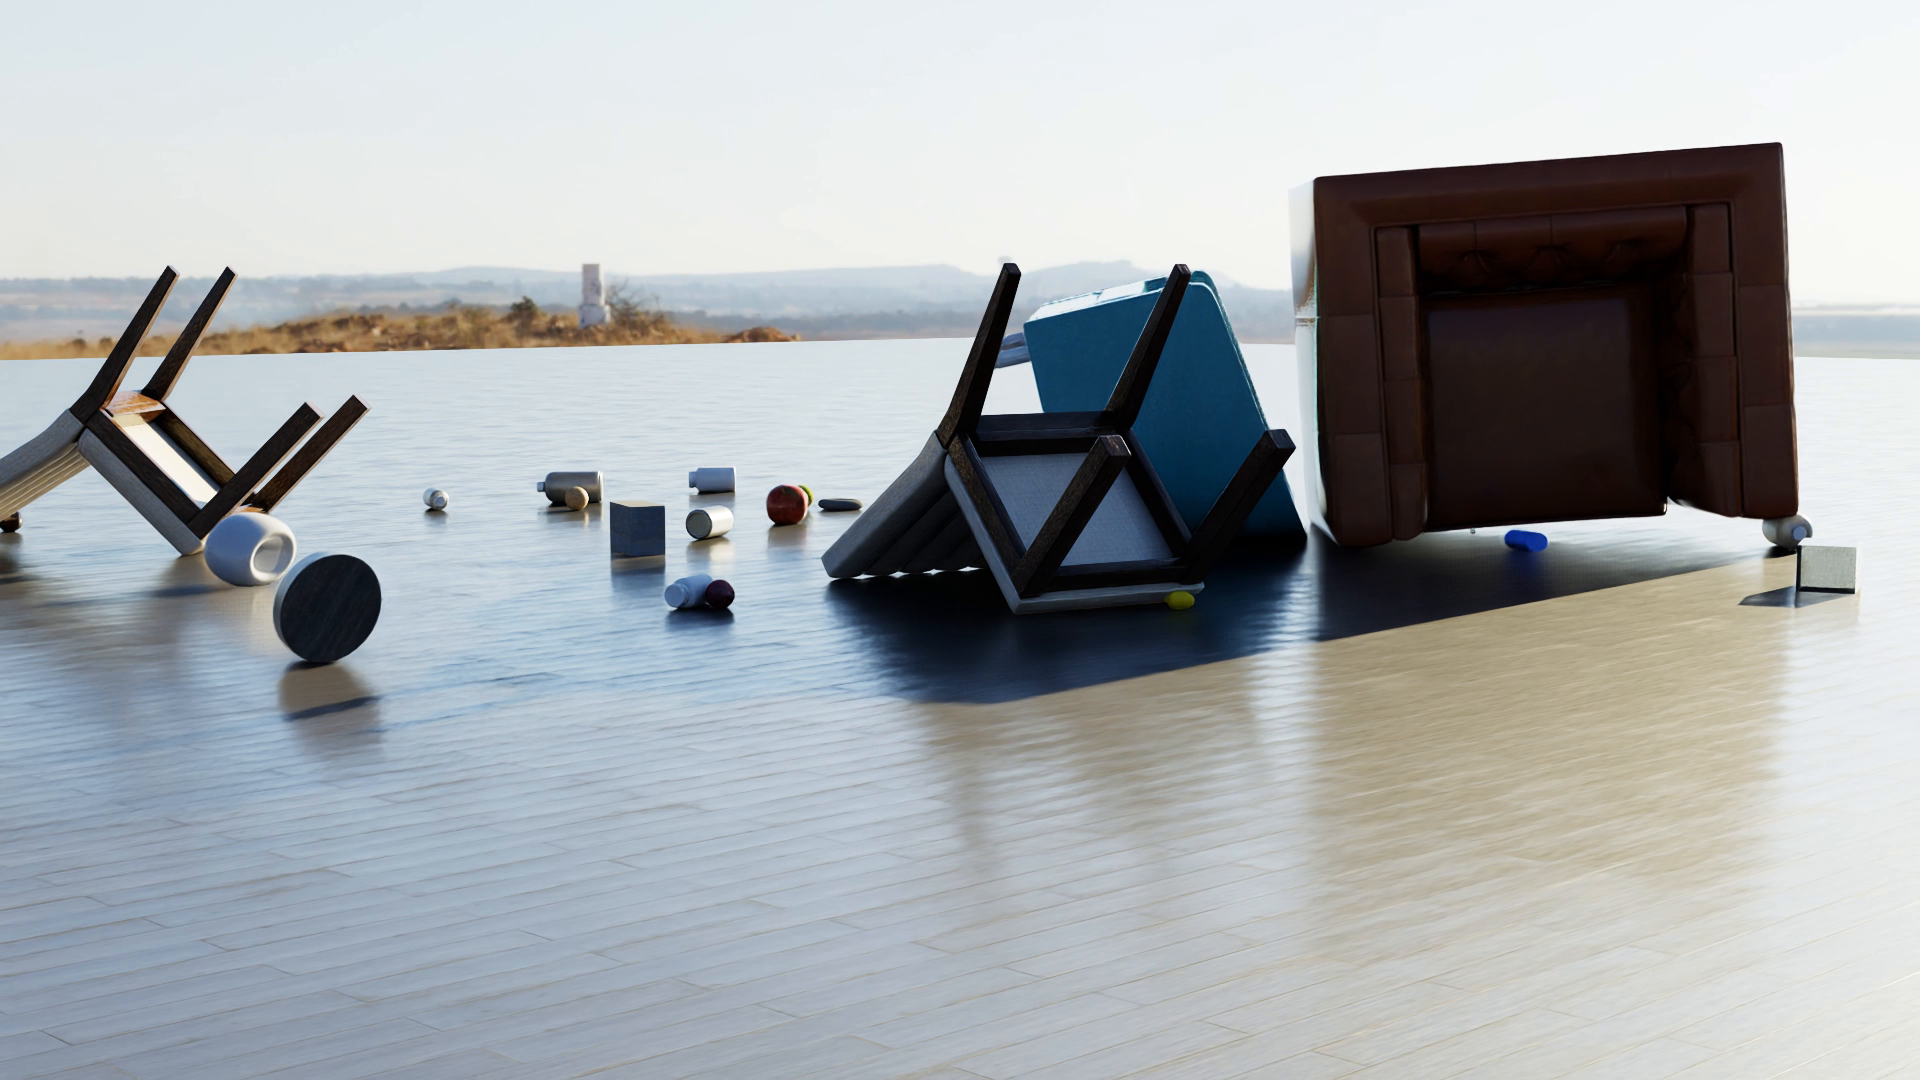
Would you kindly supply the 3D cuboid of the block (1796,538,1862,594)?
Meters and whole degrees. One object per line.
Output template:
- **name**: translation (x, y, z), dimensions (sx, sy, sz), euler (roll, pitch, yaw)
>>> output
- **block**: translation (1.833, 0.054, 5.409), dimensions (0.118, 0.098, 0.157), euler (3, 6, 23)

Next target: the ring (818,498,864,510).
- **ring**: translation (-0.337, -0.101, 7.257), dimensions (0.130, 0.029, 0.102), euler (2, 5, 9)

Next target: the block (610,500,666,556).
- **block**: translation (-0.771, -0.029, 6.131), dimensions (0.086, 0.116, 0.161), euler (-3, 7, -25)

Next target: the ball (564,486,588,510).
- **ball**: translation (-1.080, -0.117, 7.223), dimensions (0.066, 0.066, 0.066), euler (0, 6, 0)

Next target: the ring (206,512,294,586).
- **ring**: translation (-1.517, 0.021, 5.484), dimensions (0.128, 0.155, 0.190), euler (16, 24, 27)

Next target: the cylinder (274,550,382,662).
- **cylinder**: translation (-1.087, 0.113, 4.406), dimensions (0.161, 0.194, 0.081), euler (34, -8, -23)
